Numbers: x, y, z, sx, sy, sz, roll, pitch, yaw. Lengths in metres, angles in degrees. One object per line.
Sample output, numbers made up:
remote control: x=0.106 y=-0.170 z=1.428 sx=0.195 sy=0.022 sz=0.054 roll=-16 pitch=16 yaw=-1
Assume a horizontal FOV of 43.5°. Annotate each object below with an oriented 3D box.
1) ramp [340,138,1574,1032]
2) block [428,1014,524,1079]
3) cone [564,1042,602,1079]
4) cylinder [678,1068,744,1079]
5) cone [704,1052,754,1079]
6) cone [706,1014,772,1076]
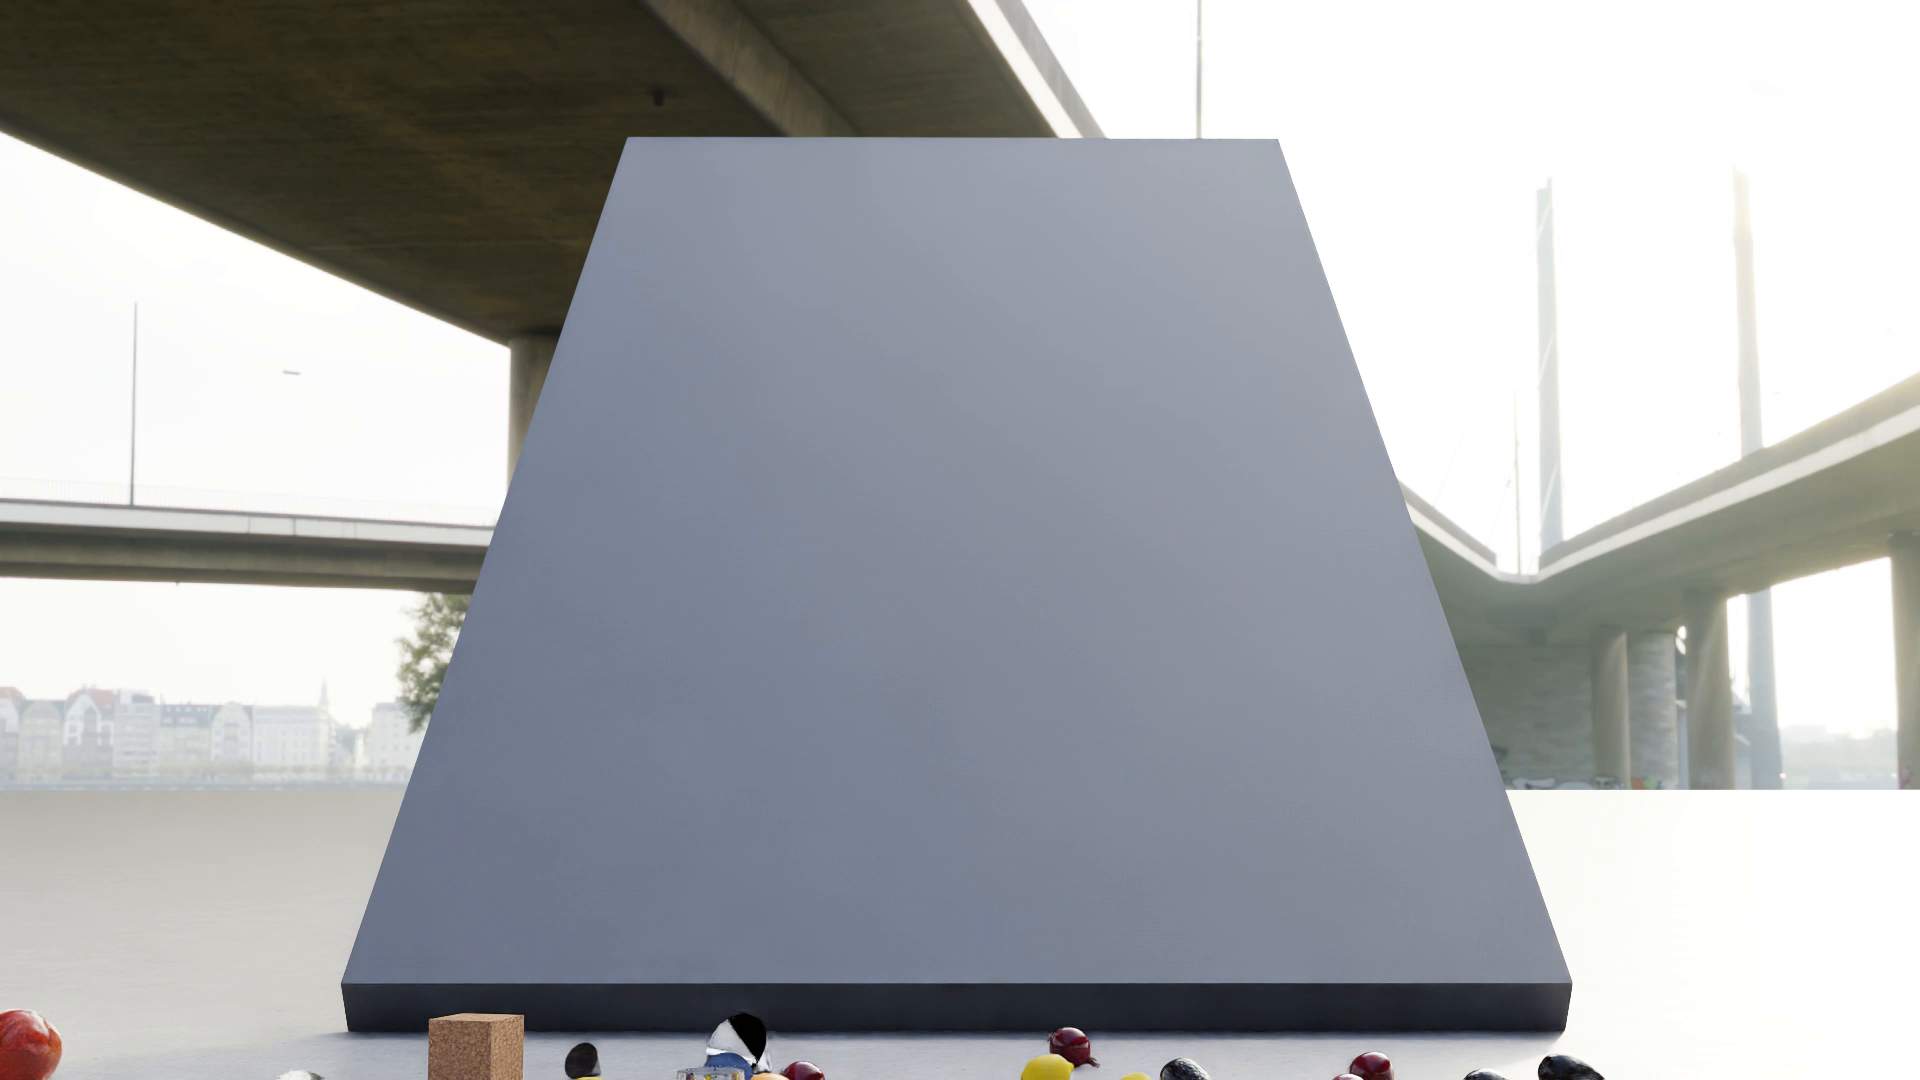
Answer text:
ramp: x=-0.012 y=-0.215 z=5.671 sx=2.000 sy=0.100 sz=4.000 roll=0 pitch=29 yaw=0
block: x=-0.648 y=0.686 z=3.220 sx=0.092 sy=0.092 sz=0.092 roll=-2 pitch=-6 yaw=17
cone: x=-0.510 y=0.731 z=3.331 sx=0.054 sy=0.054 sz=0.054 roll=-3 pitch=-33 yaw=29
cylinder: x=-0.285 y=0.646 z=2.749 sx=0.077 sy=0.077 sz=0.077 roll=0 pitch=-6 yaw=0
cone: x=-0.302 y=0.706 z=3.109 sx=0.067 sy=0.067 sz=0.067 roll=1 pitch=-33 yaw=-8
cone: x=-0.286 y=0.724 z=3.351 sx=0.096 sy=0.096 sz=0.096 roll=-3 pitch=-33 yaw=30
